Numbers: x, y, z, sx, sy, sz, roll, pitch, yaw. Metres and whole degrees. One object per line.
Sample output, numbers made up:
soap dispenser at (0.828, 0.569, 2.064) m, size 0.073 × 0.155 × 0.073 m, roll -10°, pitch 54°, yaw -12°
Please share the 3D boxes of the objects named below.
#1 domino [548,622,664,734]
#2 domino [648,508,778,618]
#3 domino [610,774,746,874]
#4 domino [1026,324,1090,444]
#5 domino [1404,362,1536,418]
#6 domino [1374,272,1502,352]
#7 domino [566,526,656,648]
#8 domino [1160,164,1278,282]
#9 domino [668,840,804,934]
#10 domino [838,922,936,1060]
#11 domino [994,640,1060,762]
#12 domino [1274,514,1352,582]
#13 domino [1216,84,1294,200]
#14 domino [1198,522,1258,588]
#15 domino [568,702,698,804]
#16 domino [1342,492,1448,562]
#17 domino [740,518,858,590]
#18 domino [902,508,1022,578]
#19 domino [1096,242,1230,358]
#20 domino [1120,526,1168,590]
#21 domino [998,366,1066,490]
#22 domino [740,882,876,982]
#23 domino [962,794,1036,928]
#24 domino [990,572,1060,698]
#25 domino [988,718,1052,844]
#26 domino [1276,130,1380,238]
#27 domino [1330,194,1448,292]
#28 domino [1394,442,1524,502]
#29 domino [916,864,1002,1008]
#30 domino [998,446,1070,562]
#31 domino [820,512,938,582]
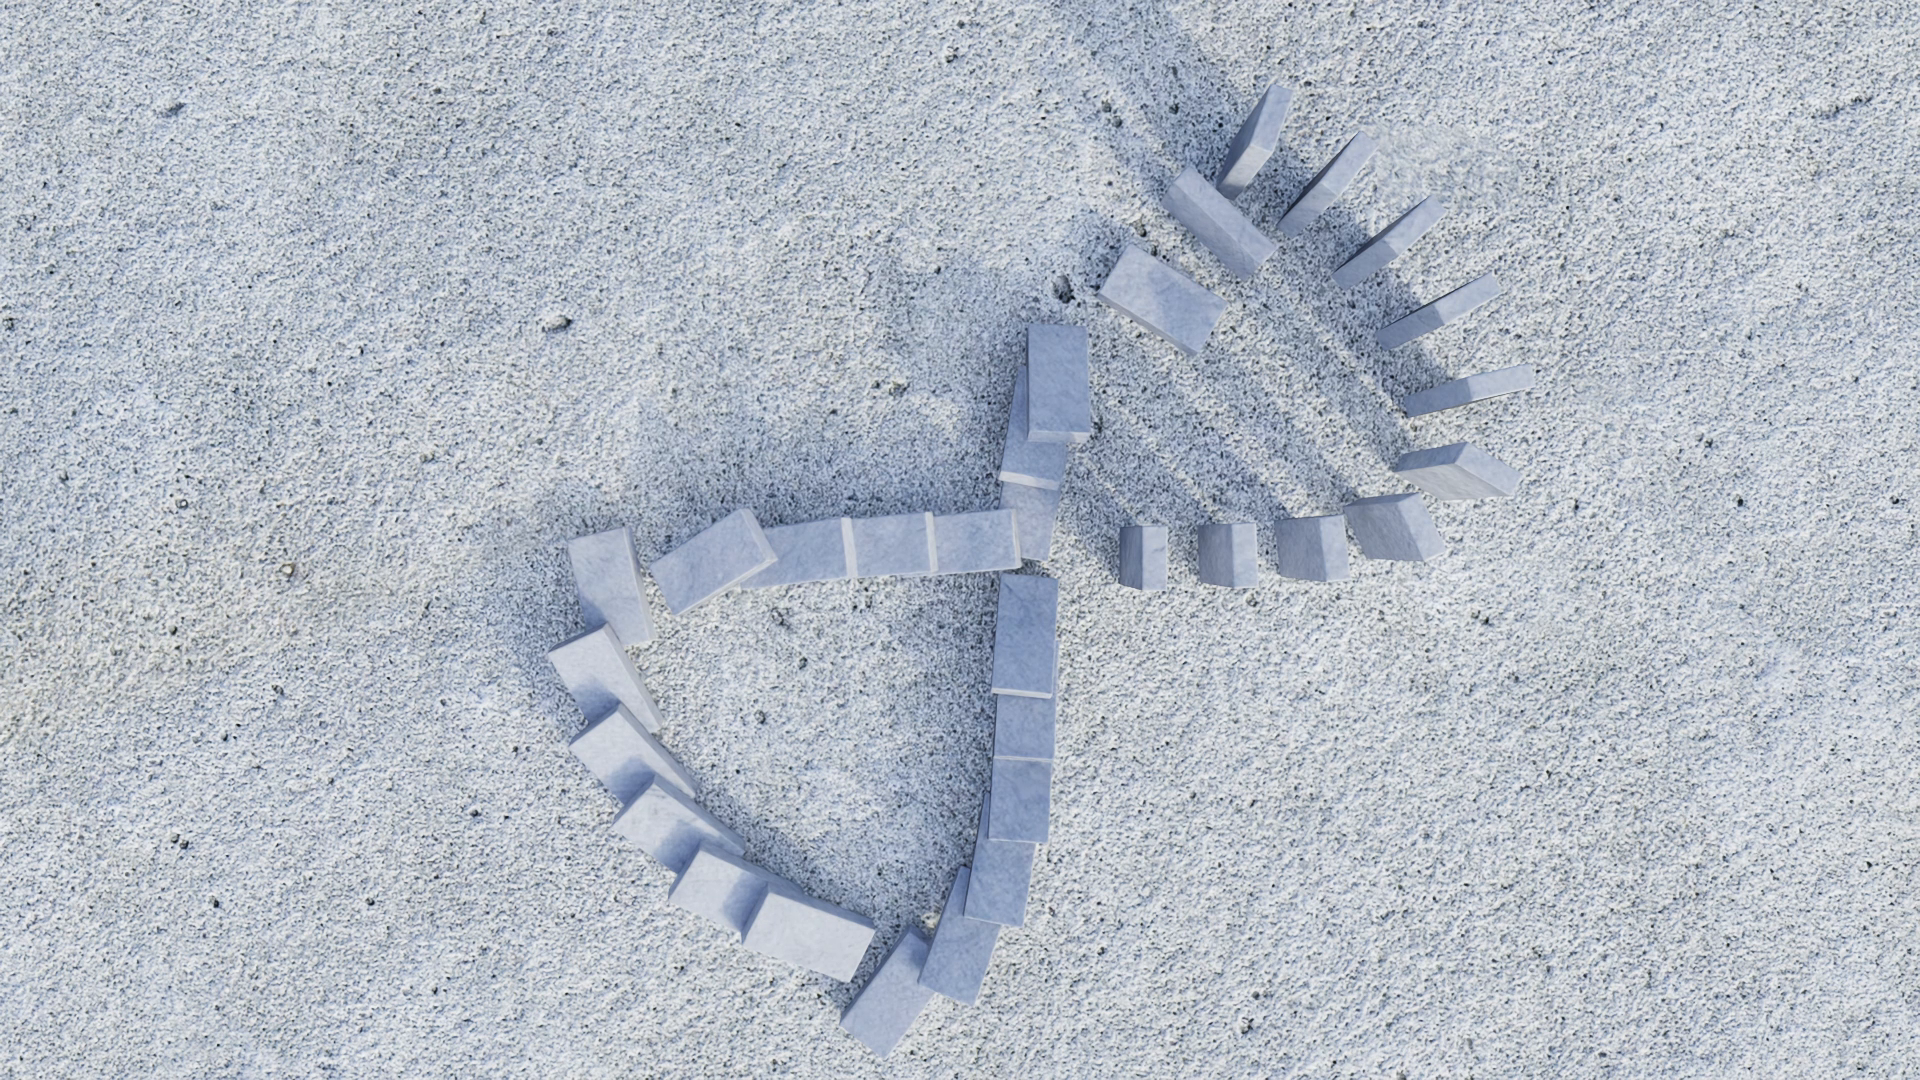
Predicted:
domino at (-0.150, 0.063, 0.389) m, size 0.025 × 0.010 × 0.050 m, roll -24°, pitch 105°, yaw 0°
domino at (-0.105, 0.010, 0.388) m, size 0.050 × 0.009 × 0.025 m, roll -30°, pitch 85°, yaw 14°
domino at (-0.119, 0.125, 0.388) m, size 0.025 × 0.009 × 0.050 m, roll -46°, pitch 107°, yaw 0°
domino at (0.041, -0.066, 0.384) m, size 0.025 × 0.009 × 0.050 m, roll 2°, pitch 71°, yaw -3°
domino at (0.207, -0.061, 0.375) m, size 0.025 × 0.050 × 0.009 m, roll -13°, pitch 90°, yaw 0°
domino at (0.194, -0.092, 0.375) m, size 0.025 × 0.050 × 0.009 m, roll -29°, pitch 90°, yaw 0°
domino at (-0.150, 0.021, 0.395) m, size 0.025 × 0.010 × 0.050 m, roll -13°, pitch 90°, yaw 0°
domino at (0.109, -0.133, 0.388) m, size 0.050 × 0.025 × 0.010 m, roll 43°, pitch 90°, yaw 0°
domino at (-0.095, 0.150, 0.388) m, size 0.050 × 0.010 × 0.025 m, roll 32°, pitch 90°, yaw -17°
domino at (-0.027, 0.194, 0.395) m, size 0.025 × 0.009 × 0.050 m, roll 37°, pitch 90°, yaw 0°
domino at (0.028, 0.067, 0.389) m, size 0.025 × 0.009 × 0.050 m, roll 4°, pitch 74°, yaw 0°
domino at (0.143, 0.003, 0.375) m, size 0.010 × 0.050 × 0.025 m, roll -7°, pitch 90°, yaw 0°
domino at (0.119, -0.161, 0.375) m, size 0.009 × 0.050 × 0.025 m, roll 20°, pitch 90°, yaw 0°
domino at (0.109, 0.006, 0.375) m, size 0.009 × 0.050 × 0.025 m, roll -3°, pitch 90°, yaw 0°
domino at (-0.138, 0.096, 0.388) m, size 0.025 × 0.009 × 0.050 m, roll -36°, pitch 107°, yaw 0°
domino at (0.177, -0.005, 0.375) m, size 0.010 × 0.050 × 0.025 m, roll -25°, pitch 90°, yaw 0°
domino at (-0.070, 0.006, 0.389) m, size 0.050 × 0.009 × 0.025 m, roll -7°, pitch 90°, yaw 16°
domino at (0.000, 0.001, 0.389) m, size 0.050 × 0.009 × 0.025 m, roll -5°, pitch 90°, yaw 15°
domino at (0.087, -0.103, 0.395) m, size 0.050 × 0.009 × 0.025 m, roll 31°, pitch 90°, yaw 0°
domino at (0.074, 0.007, 0.375) m, size 0.010 × 0.050 × 0.025 m, roll 0°, pitch 90°, yaw 0°
domino at (0.033, -0.048, 0.387) m, size 0.025 × 0.009 × 0.050 m, roll 10°, pitch 71°, yaw 0°
domino at (-0.064, 0.166, 0.388) m, size 0.050 × 0.010 × 0.025 m, roll 27°, pitch 90°, yaw -17°
domino at (0.018, 0.135, 0.388) m, size 0.025 × 0.010 × 0.050 m, roll 11°, pitch 73°, yaw 0°
domino at (0.027, 0.040, 0.386) m, size 0.025 × 0.009 × 0.050 m, roll 6°, pitch 69°, yaw 1°
domino at (0.026, 0.102, 0.388) m, size 0.025 × 0.010 × 0.050 m, roll 4°, pitch 73°, yaw 0°
domino at (0.149, -0.144, 0.375) m, size 0.010 × 0.050 × 0.025 m, roll 38°, pitch 90°, yaw 0°
domino at (0.174, -0.120, 0.375) m, size 0.025 × 0.050 × 0.009 m, roll -42°, pitch 90°, yaw 0°
domino at (0.202, -0.027, 0.375) m, size 0.025 × 0.050 × 0.010 m, roll 30°, pitch 90°, yaw 0°
domino at (0.003, 0.167, 0.389) m, size 0.025 × 0.009 × 0.050 m, roll 22°, pitch 75°, yaw 0°
domino at (0.030, -0.017, 0.395) m, size 0.025 × 0.009 × 0.050 m, roll 10°, pitch 90°, yaw 0°
domino at (-0.036, 0.003, 0.389) m, size 0.050 × 0.010 × 0.025 m, roll -6°, pitch 90°, yaw 16°
